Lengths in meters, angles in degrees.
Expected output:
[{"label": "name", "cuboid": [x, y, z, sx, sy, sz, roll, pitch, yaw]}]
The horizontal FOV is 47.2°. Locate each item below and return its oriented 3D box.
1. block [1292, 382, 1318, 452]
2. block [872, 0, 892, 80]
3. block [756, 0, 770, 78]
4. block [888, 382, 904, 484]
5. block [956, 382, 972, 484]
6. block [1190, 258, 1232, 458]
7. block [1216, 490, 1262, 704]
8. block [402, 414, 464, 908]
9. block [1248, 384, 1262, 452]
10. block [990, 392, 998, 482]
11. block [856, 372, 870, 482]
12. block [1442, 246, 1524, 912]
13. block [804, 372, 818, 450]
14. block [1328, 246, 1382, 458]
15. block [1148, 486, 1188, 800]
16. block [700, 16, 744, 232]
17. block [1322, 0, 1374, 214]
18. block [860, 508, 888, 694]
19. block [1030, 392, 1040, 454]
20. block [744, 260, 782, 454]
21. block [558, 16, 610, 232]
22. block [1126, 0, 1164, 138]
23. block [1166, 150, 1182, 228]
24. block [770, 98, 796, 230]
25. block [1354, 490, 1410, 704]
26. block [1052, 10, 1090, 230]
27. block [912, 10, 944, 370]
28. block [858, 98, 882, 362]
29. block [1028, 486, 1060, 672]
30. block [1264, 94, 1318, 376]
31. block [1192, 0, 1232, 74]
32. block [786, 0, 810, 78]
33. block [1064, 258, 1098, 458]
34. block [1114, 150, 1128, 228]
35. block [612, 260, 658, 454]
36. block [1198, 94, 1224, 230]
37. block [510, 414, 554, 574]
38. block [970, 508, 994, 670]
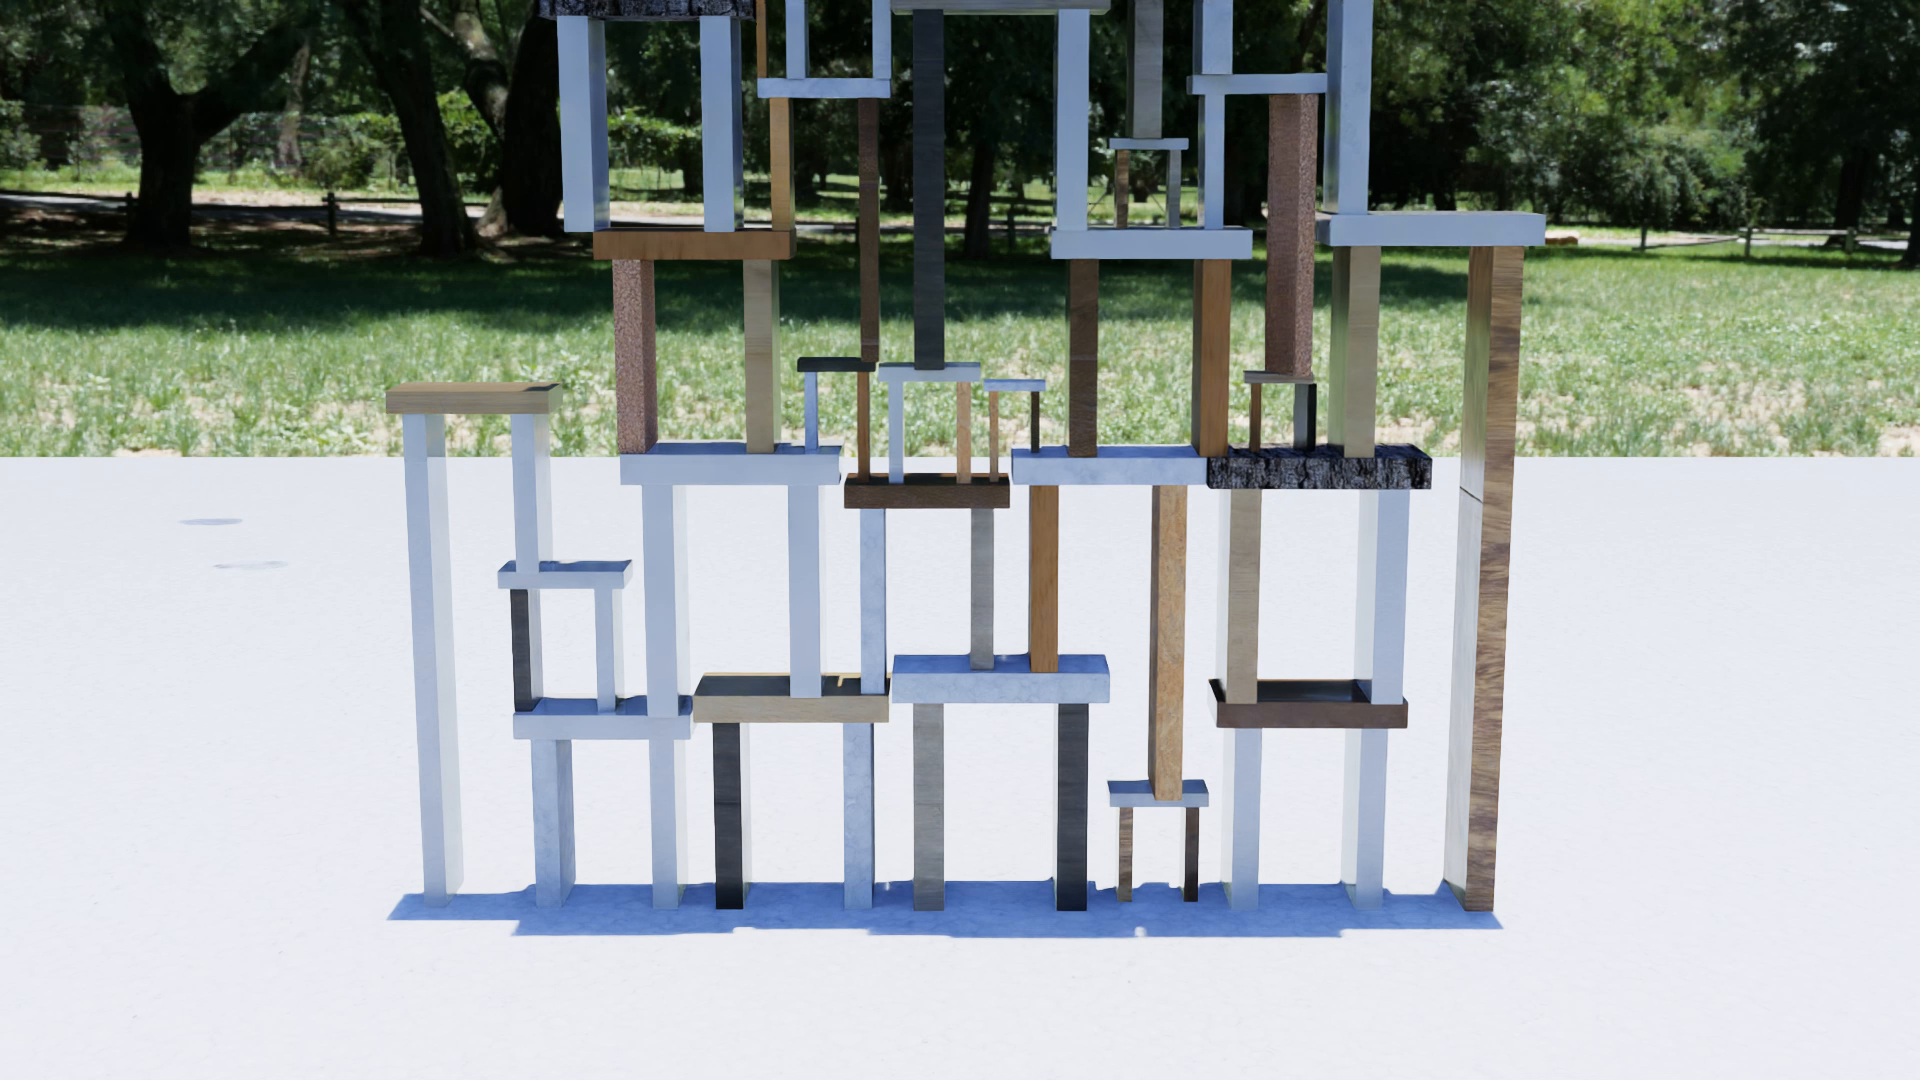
[{"label": "block", "cuboid": [0.553, -0.199, 3.523, 0.016, 0.110, 0.055, -3, 11, -14]}, {"label": "block", "cuboid": [-0.120, -0.815, 3.404, 0.028, 0.198, 0.099, 0, 11, 0]}, {"label": "block", "cuboid": [-0.307, -0.835, 3.405, 0.014, 0.238, 0.050, 0, 11, 0]}, {"label": "block", "cuboid": [-0.102, -0.177, 3.524, 0.023, 0.162, 0.081, 0, 11, 0]}, {"label": "block", "cuboid": [0.006, -0.177, 3.523, 0.023, 0.162, 0.081, 0, 11, 0]}, {"label": "block", "cuboid": [0.400, -0.297, 3.505, 0.044, 0.310, 0.155, 0, 11, 1]}, {"label": "block", "cuboid": [0.451, 0.075, 3.571, 0.049, 0.347, 0.174, 0, 11, 1]}, {"label": "block", "cuboid": [-0.859, 0.190, 3.593, 0.036, 0.814, 0.128, 0, 11, 0]}, {"label": "block", "cuboid": [0.473, -0.199, 3.524, 0.016, 0.110, 0.055, 1, 11, 5]}, {"label": "block", "cuboid": [0.054, -0.169, 3.526, 0.014, 0.145, 0.050, 0, 11, 0]}, {"label": "block", "cuboid": [-0.154, -0.184, 3.522, 0.018, 0.177, 0.062, 0, 11, 0]}, {"label": "block", "cuboid": [0.846, 0.061, 3.568, 0.047, 1.077, 0.165, 0, 11, 0]}, {"label": "block", "cuboid": [-0.238, -0.210, 3.517, 0.018, 0.124, 0.062, 0, 11, 0]}, {"label": "block", "cuboid": [0.625, -0.306, 3.497, 0.047, 0.330, 0.165, 0, 11, 0]}, {"label": "block", "cuboid": [0.337, 0.154, 3.583, 0.043, 0.517, 0.152, 0, 11, 0]}, {"label": "block", "cuboid": [-0.371, -0.649, 3.440, 0.046, 0.324, 0.162, 0, 11, 0]}, {"label": "block", "cuboid": [0.603, -0.775, 3.413, 0.045, 0.528, 0.158, 0, 11, 1]}, {"label": "block", "cuboid": [-0.140, 0.087, 3.577, 0.037, 0.303, 0.132, 0, 11, 0]}, {"label": "block", "cuboid": [0.120, -0.192, 3.522, 0.014, 0.099, 0.049, 0, 11, 0]}, {"label": "block", "cuboid": [-0.314, -0.298, 3.502, 0.043, 0.303, 0.152, 0, 11, 0]}, {"label": "block", "cuboid": [-0.587, -0.649, 3.440, 0.046, 0.324, 0.162, 0, 11, 0]}, {"label": "block", "cuboid": [0.286, -0.894, 3.390, 0.043, 0.539, 0.150, 0, 11, 0]}, {"label": "block", "cuboid": [0.335, -0.552, 3.454, 0.017, 0.122, 0.061, 0, 11, 0]}, {"label": "block", "cuboid": [-0.278, -0.590, 3.452, 0.029, 0.203, 0.102, 0, 11, 0]}, {"label": "block", "cuboid": [0.683, 0.076, 3.568, 0.049, 0.347, 0.174, 0, 11, 1]}, {"label": "block", "cuboid": [0.172, -0.654, 3.433, 0.047, 0.331, 0.166, 0, 11, 0]}, {"label": "block", "cuboid": [-0.049, -0.548, 3.455, 0.047, 0.547, 0.166, 0, 11, 0]}, {"label": "block", "cuboid": [-0.142, -0.490, 3.471, 0.029, 0.408, 0.102, 0, 11, 0]}, {"label": "block", "cuboid": [0.135, 0.049, 3.564, 0.043, 0.304, 0.152, 0, 10, 0]}, {"label": "block", "cuboid": [0.519, -0.479, 3.456, 0.029, 0.434, 0.103, -4, 12, -19]}, {"label": "block", "cuboid": [0.390, -0.879, 3.395, 0.045, 0.317, 0.158, -1, 11, 1]}, {"label": "block", "cuboid": [-0.252, -0.815, 3.403, 0.028, 0.198, 0.099, 0, 11, 0]}, {"label": "block", "cuboid": [0.193, -0.296, 3.503, 0.044, 0.311, 0.155, 0, 11, 0]}, {"label": "block", "cuboid": [0.253, -0.552, 3.455, 0.017, 0.122, 0.061, 0, 11, 0]}, {"label": "block", "cuboid": [-0.516, -0.298, 3.501, 0.043, 0.303, 0.152, 0, 11, 0]}, {"label": "block", "cuboid": [0.393, -0.593, 3.446, 0.029, 0.206, 0.103, -1, 11, 0]}, {"label": "block", "cuboid": [-0.689, -0.084, 3.542, 0.036, 0.256, 0.128, 0, 11, 0]}, {"label": "block", "cuboid": [0.035, 0.068, 3.573, 0.037, 0.264, 0.132, 0, 11, 0]}]
